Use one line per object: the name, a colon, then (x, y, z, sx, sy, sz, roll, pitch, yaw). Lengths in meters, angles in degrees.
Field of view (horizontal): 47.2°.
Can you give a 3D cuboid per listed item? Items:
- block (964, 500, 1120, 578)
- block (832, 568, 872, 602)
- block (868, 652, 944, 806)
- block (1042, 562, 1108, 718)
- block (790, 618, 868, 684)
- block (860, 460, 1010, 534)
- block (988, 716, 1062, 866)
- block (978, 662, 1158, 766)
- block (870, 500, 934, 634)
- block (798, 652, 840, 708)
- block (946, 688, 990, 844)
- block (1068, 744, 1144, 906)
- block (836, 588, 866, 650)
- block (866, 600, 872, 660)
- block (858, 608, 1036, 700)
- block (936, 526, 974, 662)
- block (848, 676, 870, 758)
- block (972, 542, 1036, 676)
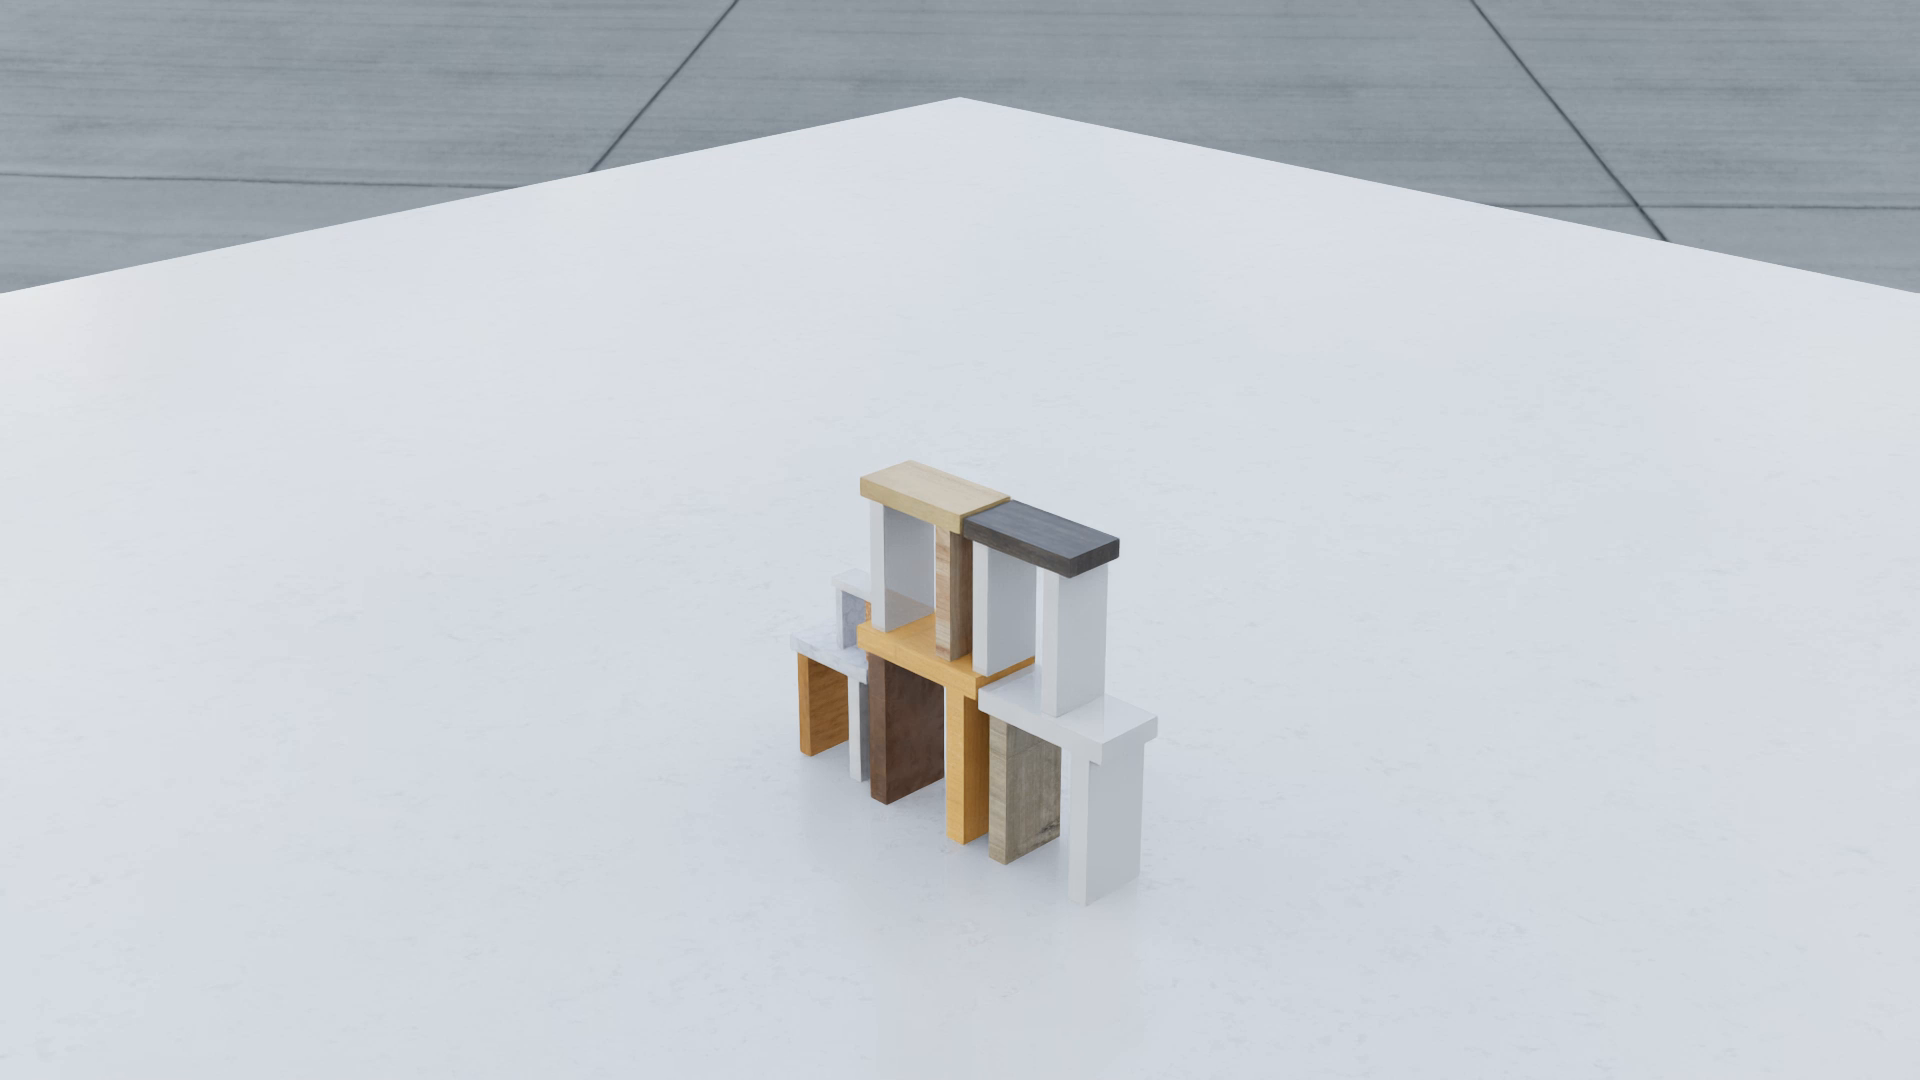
block: (0.149, -0.004, 4.062, 0.135, 0.038, 0.269, -21, 31, -41)
block: (-0.192, 0.094, 4.481, 0.067, 0.019, 0.135, -21, 31, -41)
block: (-0.108, 0.359, 4.489, 0.047, 0.332, 0.166, 21, 31, 41)
block: (0.212, 0.172, 4.068, 0.038, 0.291, 0.135, 21, 31, 41)
block: (-0.232, 0.229, 4.574, 0.236, 0.033, 0.118, 21, 31, 41)
block: (-0.049, -0.085, 4.238, 0.137, 0.039, 0.275, -21, 31, -41)
block: (0.127, 0.460, 4.275, 0.044, 0.313, 0.157, 21, 31, 41)
block: (0.201, 0.325, 4.137, 0.313, 0.044, 0.157, 21, 31, 41)
block: (-0.114, 0.034, 4.359, 0.039, 0.274, 0.137, 21, 31, 41)
block: (-0.287, 0.332, 4.677, 0.033, 0.236, 0.118, 21, 31, 41)
block: (0.049, 0.420, 4.345, 0.047, 0.332, 0.166, 21, 31, 41)
block: (0.275, 0.518, 4.139, 0.044, 0.313, 0.157, 21, 31, 41)
block: (-0.224, 0.152, 4.540, 0.019, 0.135, 0.068, 21, 31, 41)
block: (-0.161, 0.177, 4.482, 0.067, 0.135, 0.019, -21, 31, -41)
block: (-0.029, 0.215, 4.343, 0.332, 0.047, 0.166, 21, 31, 41)
block: (0.016, 0.084, 4.240, 0.039, 0.274, 0.137, 21, 31, 41)
block: (-0.176, 0.375, 4.575, 0.033, 0.236, 0.118, 21, 31, 41)
block: (0.085, 0.112, 4.181, 0.038, 0.269, 0.135, 21, 31, 41)
